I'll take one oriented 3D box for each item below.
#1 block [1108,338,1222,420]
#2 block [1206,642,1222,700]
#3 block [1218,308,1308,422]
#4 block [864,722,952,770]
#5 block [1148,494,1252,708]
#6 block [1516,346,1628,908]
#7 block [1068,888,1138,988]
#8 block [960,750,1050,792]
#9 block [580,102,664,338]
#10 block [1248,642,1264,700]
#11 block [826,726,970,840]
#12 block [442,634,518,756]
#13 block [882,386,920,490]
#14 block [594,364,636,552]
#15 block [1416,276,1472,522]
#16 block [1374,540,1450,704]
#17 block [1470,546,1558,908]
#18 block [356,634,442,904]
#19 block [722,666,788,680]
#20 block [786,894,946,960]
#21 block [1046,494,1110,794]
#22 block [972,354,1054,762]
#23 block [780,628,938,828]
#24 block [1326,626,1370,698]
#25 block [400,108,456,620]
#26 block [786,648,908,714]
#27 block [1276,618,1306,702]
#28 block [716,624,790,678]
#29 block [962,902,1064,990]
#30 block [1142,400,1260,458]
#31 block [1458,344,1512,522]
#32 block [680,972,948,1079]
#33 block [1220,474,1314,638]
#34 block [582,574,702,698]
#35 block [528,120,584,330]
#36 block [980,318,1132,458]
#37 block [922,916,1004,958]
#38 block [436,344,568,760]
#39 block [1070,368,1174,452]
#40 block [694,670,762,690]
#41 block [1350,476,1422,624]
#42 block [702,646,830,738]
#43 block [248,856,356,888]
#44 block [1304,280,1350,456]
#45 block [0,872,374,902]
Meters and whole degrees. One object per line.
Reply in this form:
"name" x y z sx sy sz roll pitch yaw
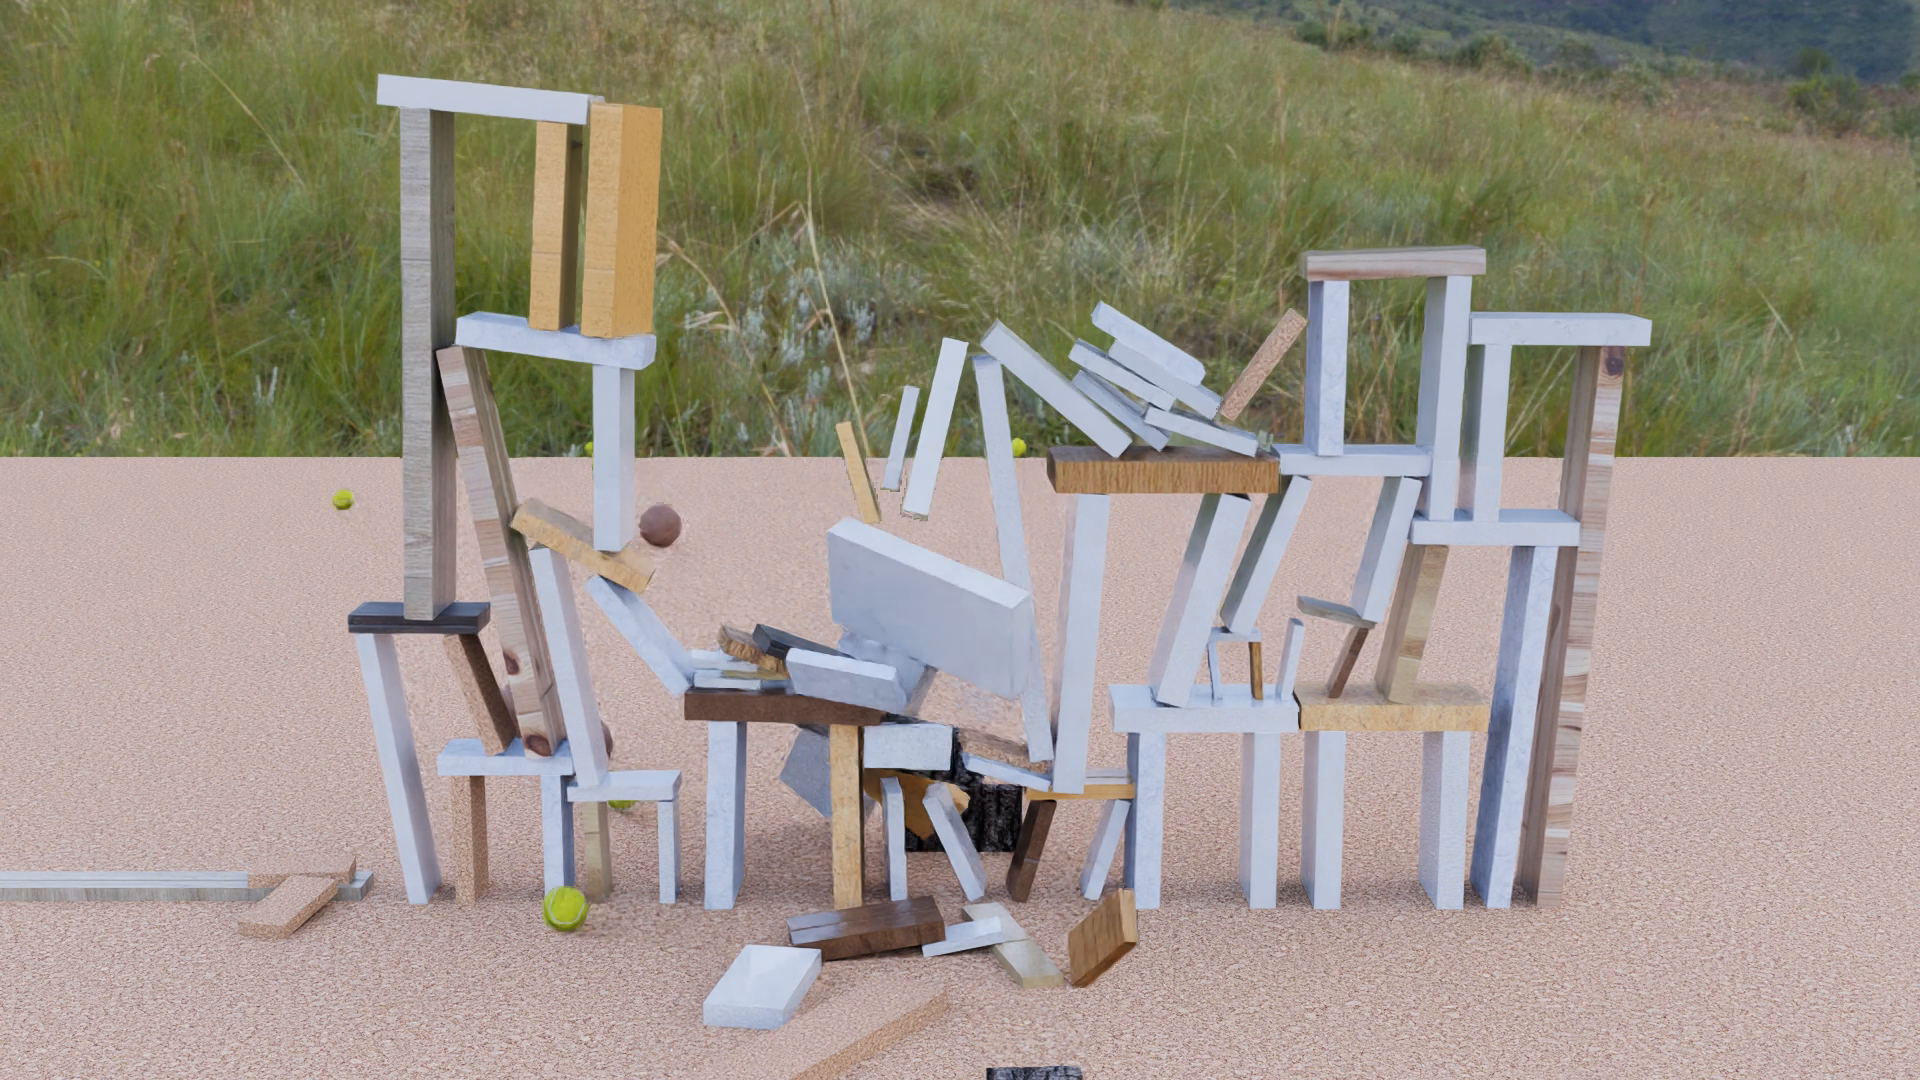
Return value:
"block" 0.330 -0.264 3.535 0.196 0.028 0.098 32 13 0
"block" 0.416 0.208 3.603 0.014 0.095 0.048 -8 10 4
"block" 0.481 -0.279 3.505 0.028 0.196 0.098 36 10 -1
"block" -0.084 0.332 3.543 0.140 0.070 0.020 2 9 2
"block" 0.388 0.082 3.582 0.050 0.351 0.176 16 10 -3
"block" 0.994 0.136 3.588 0.040 0.921 0.140 4 11 0
"block" 0.208 0.585 3.225 0.023 0.082 0.165 12 -38 -22
"block" 0.074 0.370 3.574 0.140 0.020 0.070 17 12 -12
"block" -0.534 -0.506 3.481 0.051 0.358 0.179 6 10 11
"block" 0.485 0.209 3.599 0.014 0.095 0.048 -4 11 1
"block" -0.106 0.411 3.788 0.114 0.229 0.032 -39 18 32
"block" -0.787 0.243 3.605 0.029 0.207 0.103 -19 10 4
"block" -0.094 -0.166 3.543 0.023 0.165 0.082 13 5 0
"block" -0.556 -0.140 3.542 0.042 0.293 0.147 2 10 1
"block" 0.769 -0.233 3.517 0.039 0.386 0.137 2 11 -1
"block" 0.734 0.124 3.580 0.037 0.261 0.130 11 10 -2
"block" 0.906 0.293 3.610 0.037 0.604 0.131 5 10 -1
"block" -0.924 0.365 3.627 0.029 0.458 0.104 -8 10 2
"block" -0.335 0.211 3.584 0.106 0.015 0.053 6 11 -7
"block" -0.147 0.606 3.425 0.233 0.033 0.117 -8 12 -8
"block" 0.190 0.152 3.581 0.050 0.489 0.176 4 10 -2
"block" 0.085 0.029 3.536 0.040 0.646 0.139 -8 14 0
"block" -0.159 0.274 3.934 0.179 0.494 0.051 36 24 26
"block" 0.633 0.193 3.598 0.017 0.122 0.061 22 11 0
"block" -0.846 -0.280 3.505 0.045 0.798 0.160 2 10 0
"block" -0.179 0.221 3.462 0.181 0.090 0.026 10 53 18
"block" 0.539 0.195 3.593 0.017 0.126 0.061 9 10 -2
"block" -0.302 0.189 3.561 0.181 0.026 0.090 22 7 -17
"block" 0.078 0.628 3.417 0.063 0.018 0.322 -3 11 -16
"block" 0.386 -0.180 3.534 0.183 0.026 0.091 18 12 -1
"block" 0.839 -0.179 3.523 0.040 0.280 0.140 2 11 2
"block" -0.228 0.703 2.972 0.117 0.033 0.578 7 13 34
"block" 0.496 0.016 3.573 0.034 0.272 0.119 21 10 -5
"block" -0.516 0.147 3.593 0.033 0.235 0.117 -39 5 7
"block" -0.637 -0.498 3.472 0.045 0.320 0.160 4 10 -1
"block" 0.153 -0.243 3.518 0.279 0.040 0.140 40 9 -6
"block" 0.003 0.616 3.416 0.126 0.018 0.063 -11 12 -3
"block" -0.739 0.013 3.566 0.042 0.674 0.147 -10 10 2
"block" 0.265 -0.215 3.587 0.183 0.026 0.091 38 13 1
"block" -0.376 0.227 3.572 0.106 0.015 0.053 3 10 -1
"block" 0.690 0.006 3.569 0.034 0.238 0.119 13 10 -2
"block" -0.288 0.267 3.759 0.314 0.032 0.114 22 -39 -18
"block" -1.098 0.554 3.673 0.163 0.023 0.081 -1 11 -7
"block" 0.584 -0.280 3.513 0.039 0.274 0.137 0 11 -1
"block" -1.314 0.578 3.671 0.650 0.023 0.081 0 11 0
